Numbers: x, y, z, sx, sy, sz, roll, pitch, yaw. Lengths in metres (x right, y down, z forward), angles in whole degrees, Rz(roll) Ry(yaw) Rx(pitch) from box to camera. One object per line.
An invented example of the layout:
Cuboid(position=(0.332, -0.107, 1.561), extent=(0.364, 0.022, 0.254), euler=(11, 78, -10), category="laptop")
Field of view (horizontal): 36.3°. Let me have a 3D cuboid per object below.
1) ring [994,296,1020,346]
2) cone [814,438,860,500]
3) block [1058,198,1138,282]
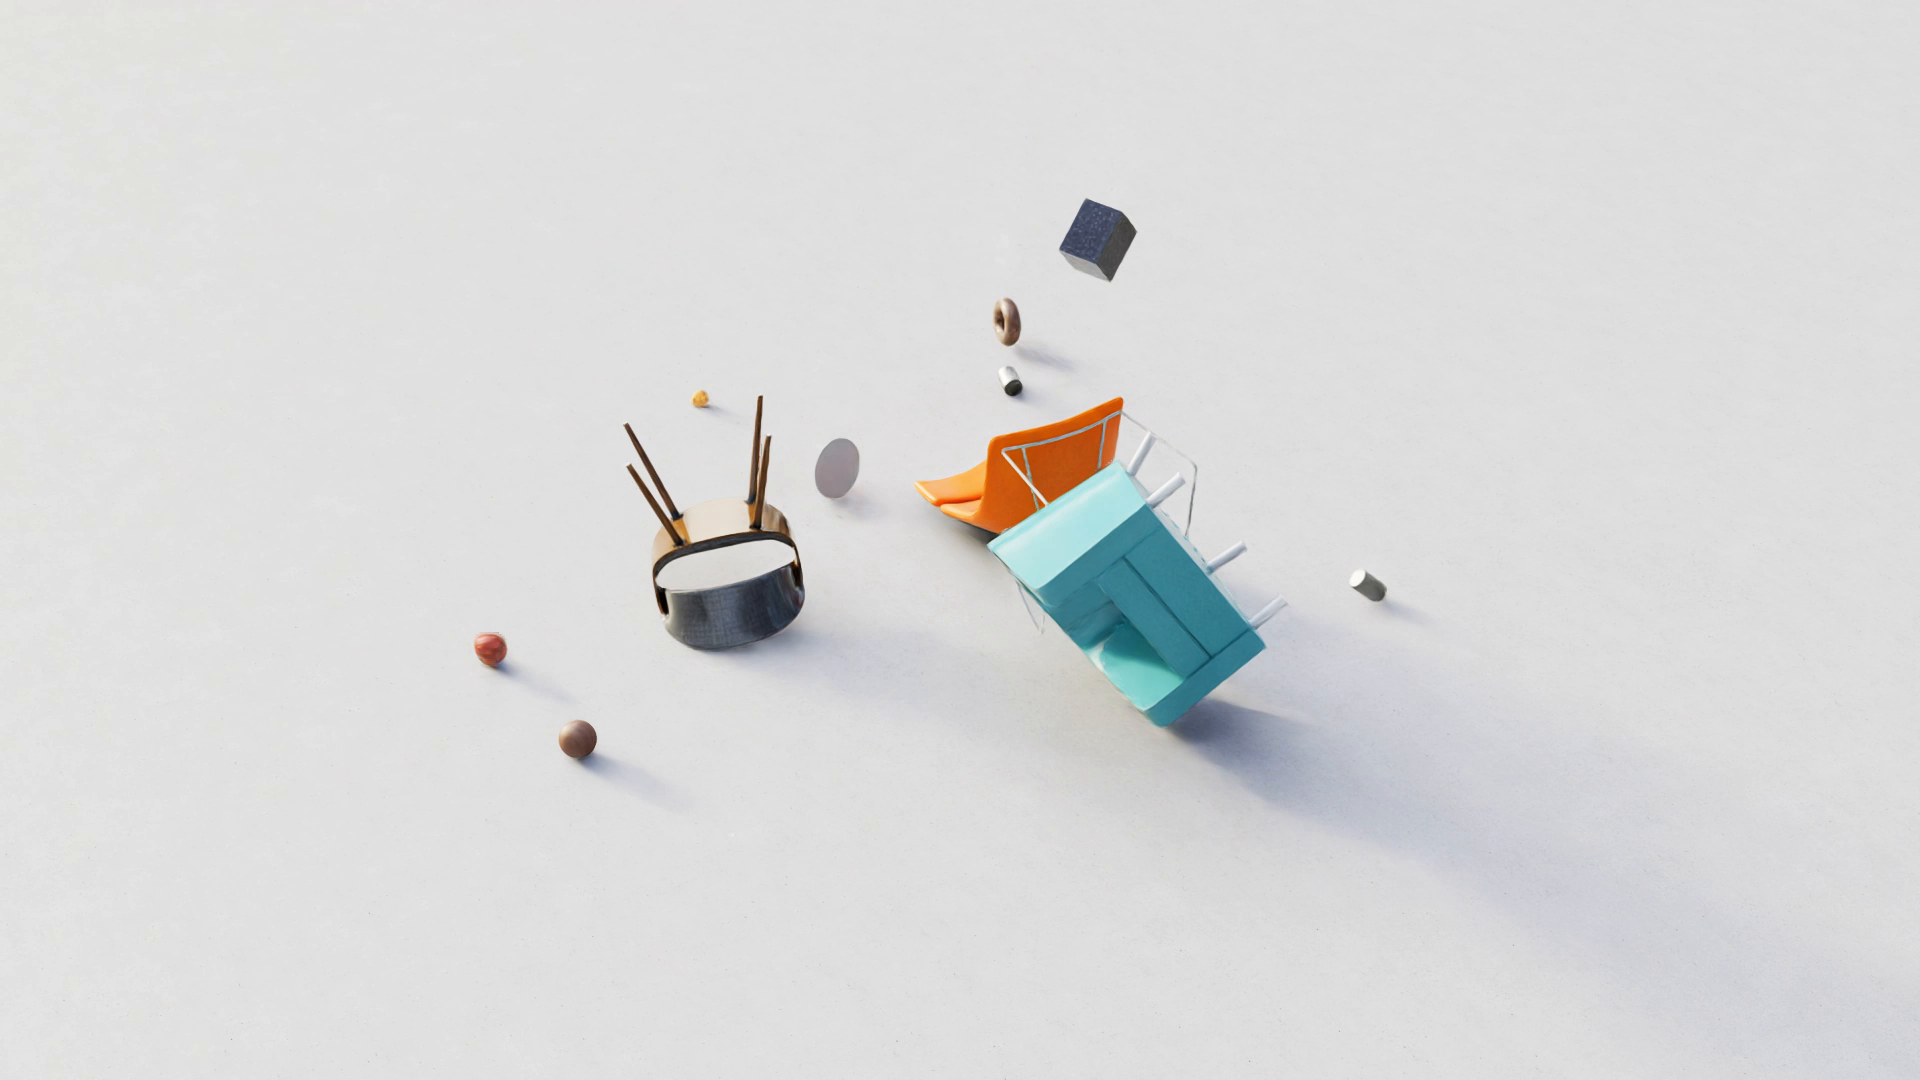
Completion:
Cuboid(position=(0.193, -0.903, 12.111), extent=(0.068, 0.187, 0.223), euler=(-3, 46, -20), category="ring")
Cuboid(position=(-0.485, -0.302, 11.212), extent=(0.170, 0.249, 0.175), euler=(8, 19, -16), category="cone")
Cuboid(position=(0.551, -1.194, 11.696), extent=(0.178, 0.190, 0.237), euler=(24, 82, 27), category="block")
